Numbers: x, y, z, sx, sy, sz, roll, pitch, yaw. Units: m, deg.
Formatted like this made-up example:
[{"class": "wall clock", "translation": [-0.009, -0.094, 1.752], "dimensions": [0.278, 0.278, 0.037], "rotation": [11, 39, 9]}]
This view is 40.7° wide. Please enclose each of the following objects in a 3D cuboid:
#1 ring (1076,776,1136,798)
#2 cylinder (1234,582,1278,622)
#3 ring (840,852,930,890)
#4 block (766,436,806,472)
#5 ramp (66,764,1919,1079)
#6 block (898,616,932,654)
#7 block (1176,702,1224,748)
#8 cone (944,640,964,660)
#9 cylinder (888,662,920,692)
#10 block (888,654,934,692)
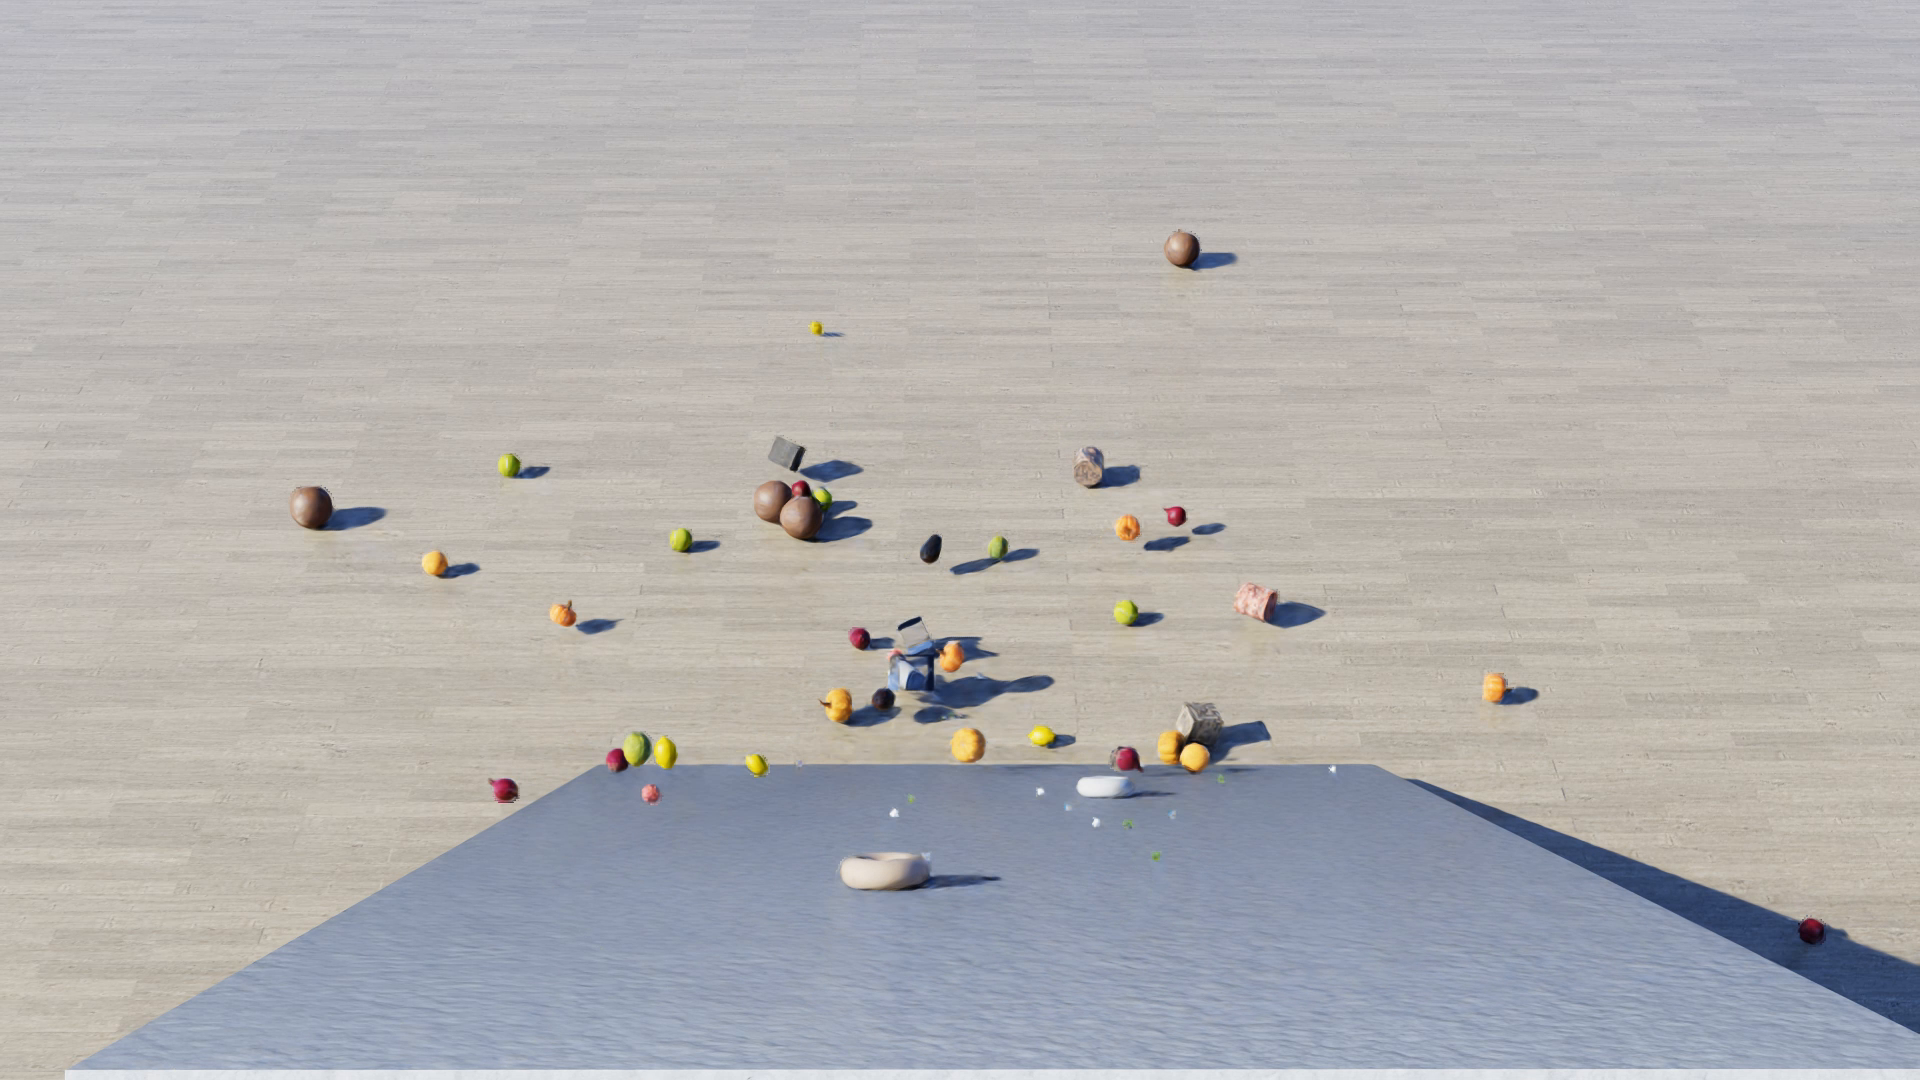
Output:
[{"class": "ring", "translation": [0.325, 0.551, 5.772], "dimensions": [0.131, 0.044, 0.131], "rotation": [0, -2, 0]}, {"class": "cylinder", "translation": [0.844, 0.176, 7.387], "dimensions": [0.091, 0.091, 0.091], "rotation": [18, 36, 25]}, {"class": "ring", "translation": [-0.121, 0.537, 4.200], "dimensions": [0.148, 0.049, 0.148], "rotation": [-1, 0, 0]}, {"class": "block", "translation": [-0.541, -0.268, 8.083], "dimensions": [0.081, 0.081, 0.081], "rotation": [24, 0, 12]}, {"class": "ramp", "translation": [0.069, 0.615, 4.690], "dimensions": [2.000, 0.100, 4.000], "rotation": [0, 0, 0]}, {"class": "block", "translation": [-0.127, 0.269, 7.248], "dimensions": [0.071, 0.071, 0.071], "rotation": [-23, 67, -4]}, {"class": "block", "translation": [0.635, 0.491, 6.876], "dimensions": [0.086, 0.086, 0.086], "rotation": [4, 32, -20]}, {"class": "cone", "translation": [-0.009, 0.293, 7.221], "dimensions": [0.060, 0.060, 0.060], "rotation": [8, 58, -13]}, {"class": "cylinder", "translation": [-0.155, 0.376, 7.112], "dimensions": [0.063, 0.063, 0.063], "rotation": [-23, 45, -33]}, {"class": "block", "translation": [-0.131, 0.362, 7.015], "dimensions": [0.098, 0.098, 0.098], "rotation": [2, -6, -19]}]
